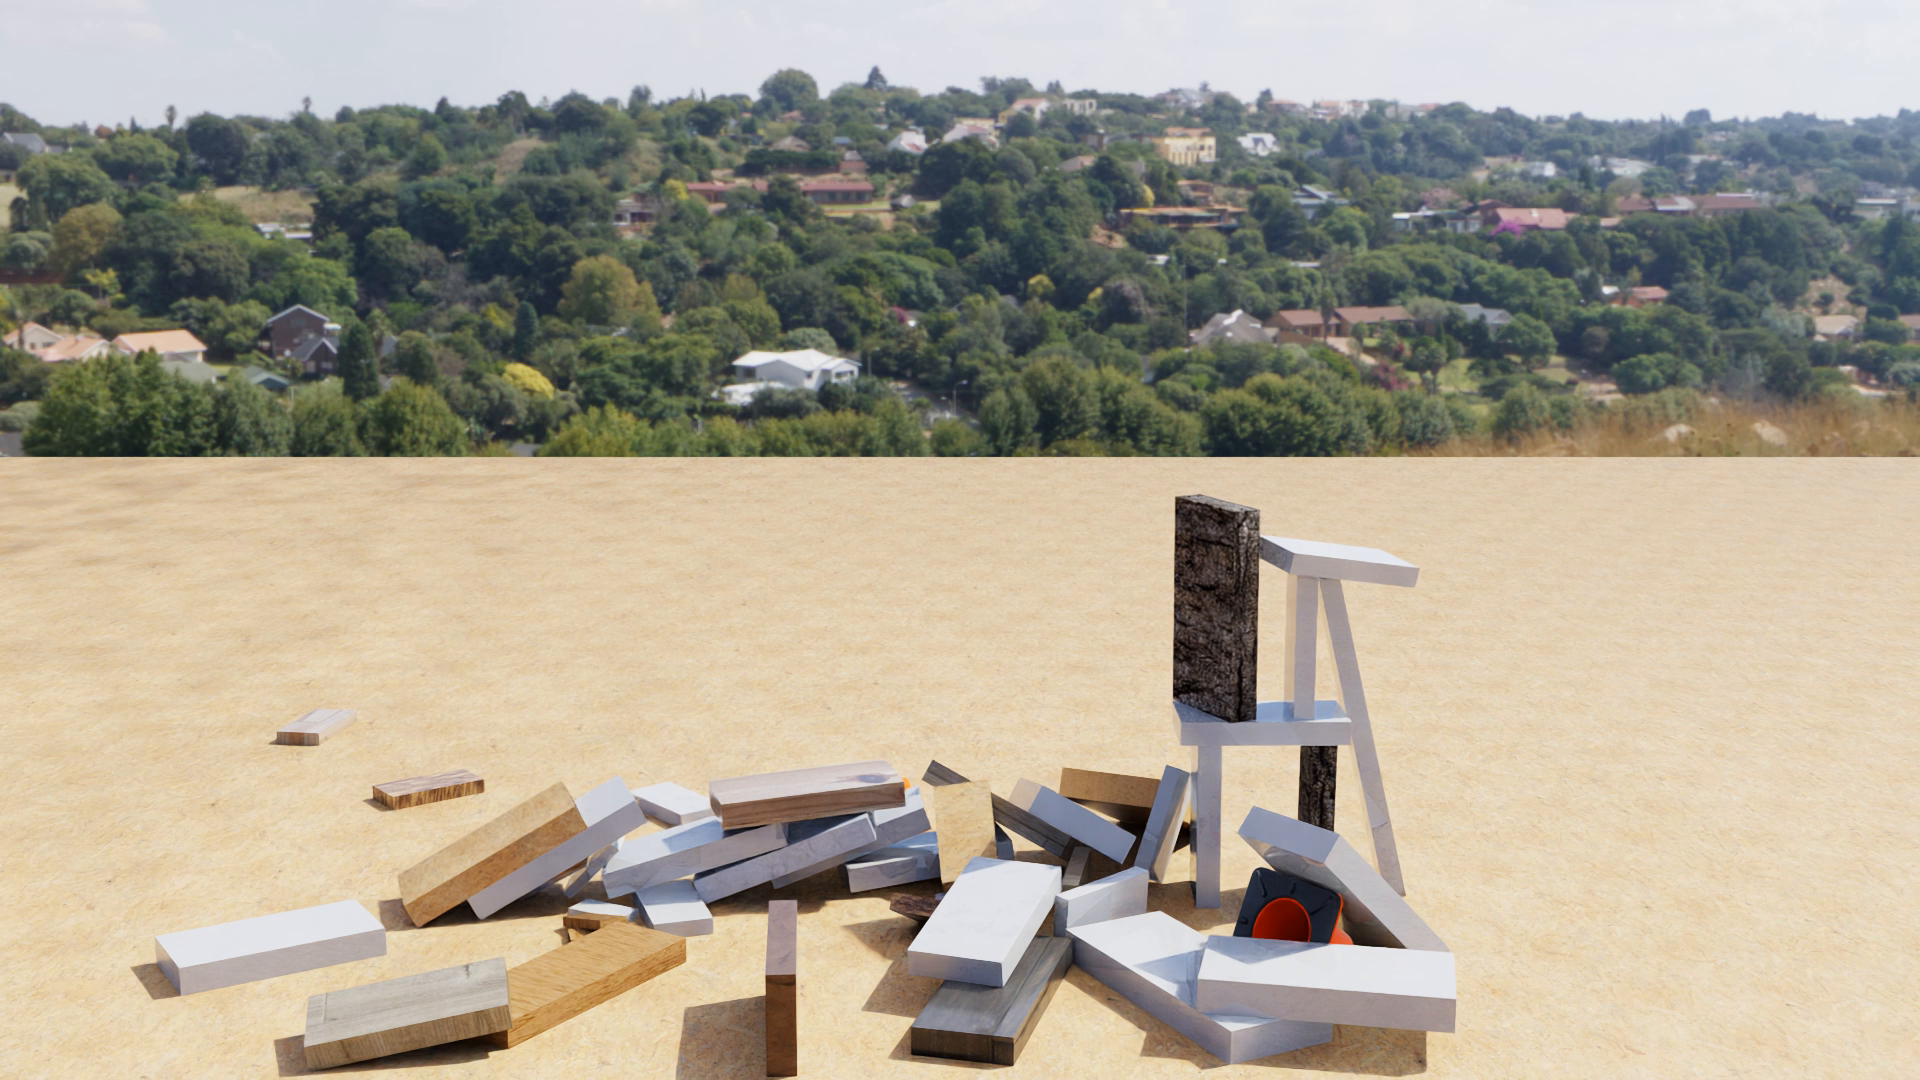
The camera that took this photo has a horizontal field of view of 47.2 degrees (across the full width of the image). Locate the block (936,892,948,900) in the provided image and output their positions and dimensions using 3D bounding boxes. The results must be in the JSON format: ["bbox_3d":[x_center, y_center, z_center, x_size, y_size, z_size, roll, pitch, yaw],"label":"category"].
[{"bbox_3d":[0.049,0.574,3.522,0.099,0.028,0.197,-5,-6,-28],"label":"block"}]

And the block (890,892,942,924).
[{"bbox_3d":[-0.001,0.591,3.451,0.197,0.028,0.099,4,-18,31],"label":"block"}]

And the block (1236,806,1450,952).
[{"bbox_3d":[0.575,0.525,3.282,0.172,0.049,0.345,13,-26,51],"label":"block"}]

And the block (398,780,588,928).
[{"bbox_3d":[-0.768,0.512,3.605,0.309,0.044,0.154,-30,18,-11],"label":"block"}]

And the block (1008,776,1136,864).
[{"bbox_3d":[0.184,0.471,3.725,0.175,0.049,0.349,29,-6,-2],"label":"block"}]

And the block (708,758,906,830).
[{"bbox_3d":[-0.257,0.422,3.665,0.304,0.043,0.152,-6,10,-14],"label":"block"}]

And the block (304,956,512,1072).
[{"bbox_3d":[-0.765,0.656,3.055,0.274,0.039,0.137,-10,20,-11],"label":"block"}]

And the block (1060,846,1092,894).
[{"bbox_3d":[0.186,0.568,3.528,0.027,0.095,0.191,2,11,10],"label":"block"}]

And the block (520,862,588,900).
[{"bbox_3d":[-0.679,0.555,3.666,0.122,0.017,0.061,-28,13,-3],"label":"block"}]

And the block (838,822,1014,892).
[{"bbox_3d":[-0.061,0.536,3.737,0.282,0.040,0.141,-9,8,-11],"label":"block"}]

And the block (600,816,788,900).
[{"bbox_3d":[-0.439,0.510,3.665,0.304,0.043,0.152,-17,10,-1],"label":"block"}]

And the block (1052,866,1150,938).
[{"bbox_3d":[0.221,0.582,3.446,0.027,0.095,0.191,16,18,43],"label":"block"}]

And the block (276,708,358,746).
[{"bbox_3d":[-1.358,0.394,4.649,0.093,0.026,0.186,2,11,9],"label":"block"}]

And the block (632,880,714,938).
[{"bbox_3d":[-0.466,0.597,3.556,0.095,0.027,0.191,-3,11,-18],"label":"block"}]

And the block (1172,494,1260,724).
[{"bbox_3d":[0.417,0.109,3.589,0.049,0.345,0.172,-6,12,-27],"label":"block"}]

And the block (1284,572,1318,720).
[{"bbox_3d":[0.557,0.162,3.594,0.034,0.239,0.120,0,11,1],"label":"block"}]

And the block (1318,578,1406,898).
[{"bbox_3d":[0.660,0.316,3.648,0.034,0.554,0.120,-13,10,5],"label":"block"}]

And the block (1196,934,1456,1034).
[{"bbox_3d":[0.517,0.622,3.094,0.349,0.049,0.175,2,11,11],"label":"block"}]

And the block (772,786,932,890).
[{"bbox_3d":[-0.191,0.505,3.748,0.282,0.040,0.141,-21,10,-1],"label":"block"}]

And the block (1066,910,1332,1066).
[{"bbox_3d":[0.341,0.648,3.221,0.172,0.049,0.441,-6,12,-27],"label":"block"}]

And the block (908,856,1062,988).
[{"bbox_3d":[0.041,0.569,3.303,0.145,0.041,0.290,4,21,20],"label":"block"}]

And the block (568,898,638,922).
[{"bbox_3d":[-0.577,0.603,3.558,0.103,0.015,0.051,6,12,28],"label":"block"}]

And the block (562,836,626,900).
[{"bbox_3d":[-0.608,0.540,3.656,0.017,0.121,0.061,43,12,-10],"label":"block"}]

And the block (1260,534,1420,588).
[{"bbox_3d":[0.610,0.034,3.568,0.239,0.034,0.120,7,12,-24],"label":"block"}]

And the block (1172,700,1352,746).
[{"bbox_3d":[0.493,0.300,3.613,0.275,0.039,0.138,0,11,-1],"label":"block"}]

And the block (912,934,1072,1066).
[{"bbox_3d":[0.052,0.658,3.190,0.145,0.041,0.386,3,11,14],"label":"block"}]

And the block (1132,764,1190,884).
[{"bbox_3d":[0.343,0.477,3.690,0.027,0.191,0.095,16,-6,25],"label":"block"}]

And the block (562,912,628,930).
[{"bbox_3d":[-0.578,0.604,3.484,0.051,0.015,0.103,-1,-3,-44],"label":"block"}]

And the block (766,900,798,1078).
[{"bbox_3d":[-0.249,0.624,3.087,0.041,0.145,0.290,-1,11,-4],"label":"block"}]

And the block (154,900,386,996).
[{"bbox_3d":[-1.056,0.622,3.375,0.309,0.044,0.154,-7,12,-32],"label":"block"}]

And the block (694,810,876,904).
[{"bbox_3d":[-0.290,0.512,3.672,0.304,0.043,0.152,-21,10,1],"label":"block"}]

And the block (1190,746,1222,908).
[{"bbox_3d":[0.406,0.455,3.641,0.039,0.275,0.138,0,11,1],"label":"block"}]

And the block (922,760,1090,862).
[{"bbox_3d":[0.080,0.472,3.785,0.282,0.040,0.141,27,-6,22],"label":"block"}]

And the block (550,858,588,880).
[{"bbox_3d":[-0.671,0.539,3.636,0.121,0.017,0.061,-24,18,10],"label":"block"}]

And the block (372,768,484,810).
[{"bbox_3d":[-1.016,0.476,4.208,0.186,0.026,0.093,-8,13,-37],"label":"block"}]

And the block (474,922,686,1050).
[{"bbox_3d":[-0.580,0.650,3.239,0.137,0.039,0.387,7,12,32],"label":"block"}]

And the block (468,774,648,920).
[{"bbox_3d":[-0.676,0.506,3.636,0.309,0.044,0.154,-30,18,-11],"label":"block"}]

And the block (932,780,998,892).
[{"bbox_3d":[0.011,0.491,3.662,0.095,0.027,0.191,-9,48,2],"label":"block"}]

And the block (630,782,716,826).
[{"bbox_3d":[-0.532,0.495,4.108,0.095,0.027,0.191,-9,14,-39],"label":"block"}]

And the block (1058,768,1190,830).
[{"bbox_3d":[0.316,0.459,3.868,0.175,0.049,0.349,5,-12,23],"label":"block"}]

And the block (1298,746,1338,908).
[{"bbox_3d":[0.590,0.454,3.644,0.039,0.275,0.138,1,11,0],"label":"block"}]

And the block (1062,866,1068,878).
[{"bbox_3d":[0.094,0.573,3.681,0.197,0.028,0.099,1,11,4],"label":"block"}]

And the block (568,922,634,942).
[{"bbox_3d":[-0.562,0.622,3.456,0.103,0.015,0.051,-3,11,-15],"label":"block"}]
